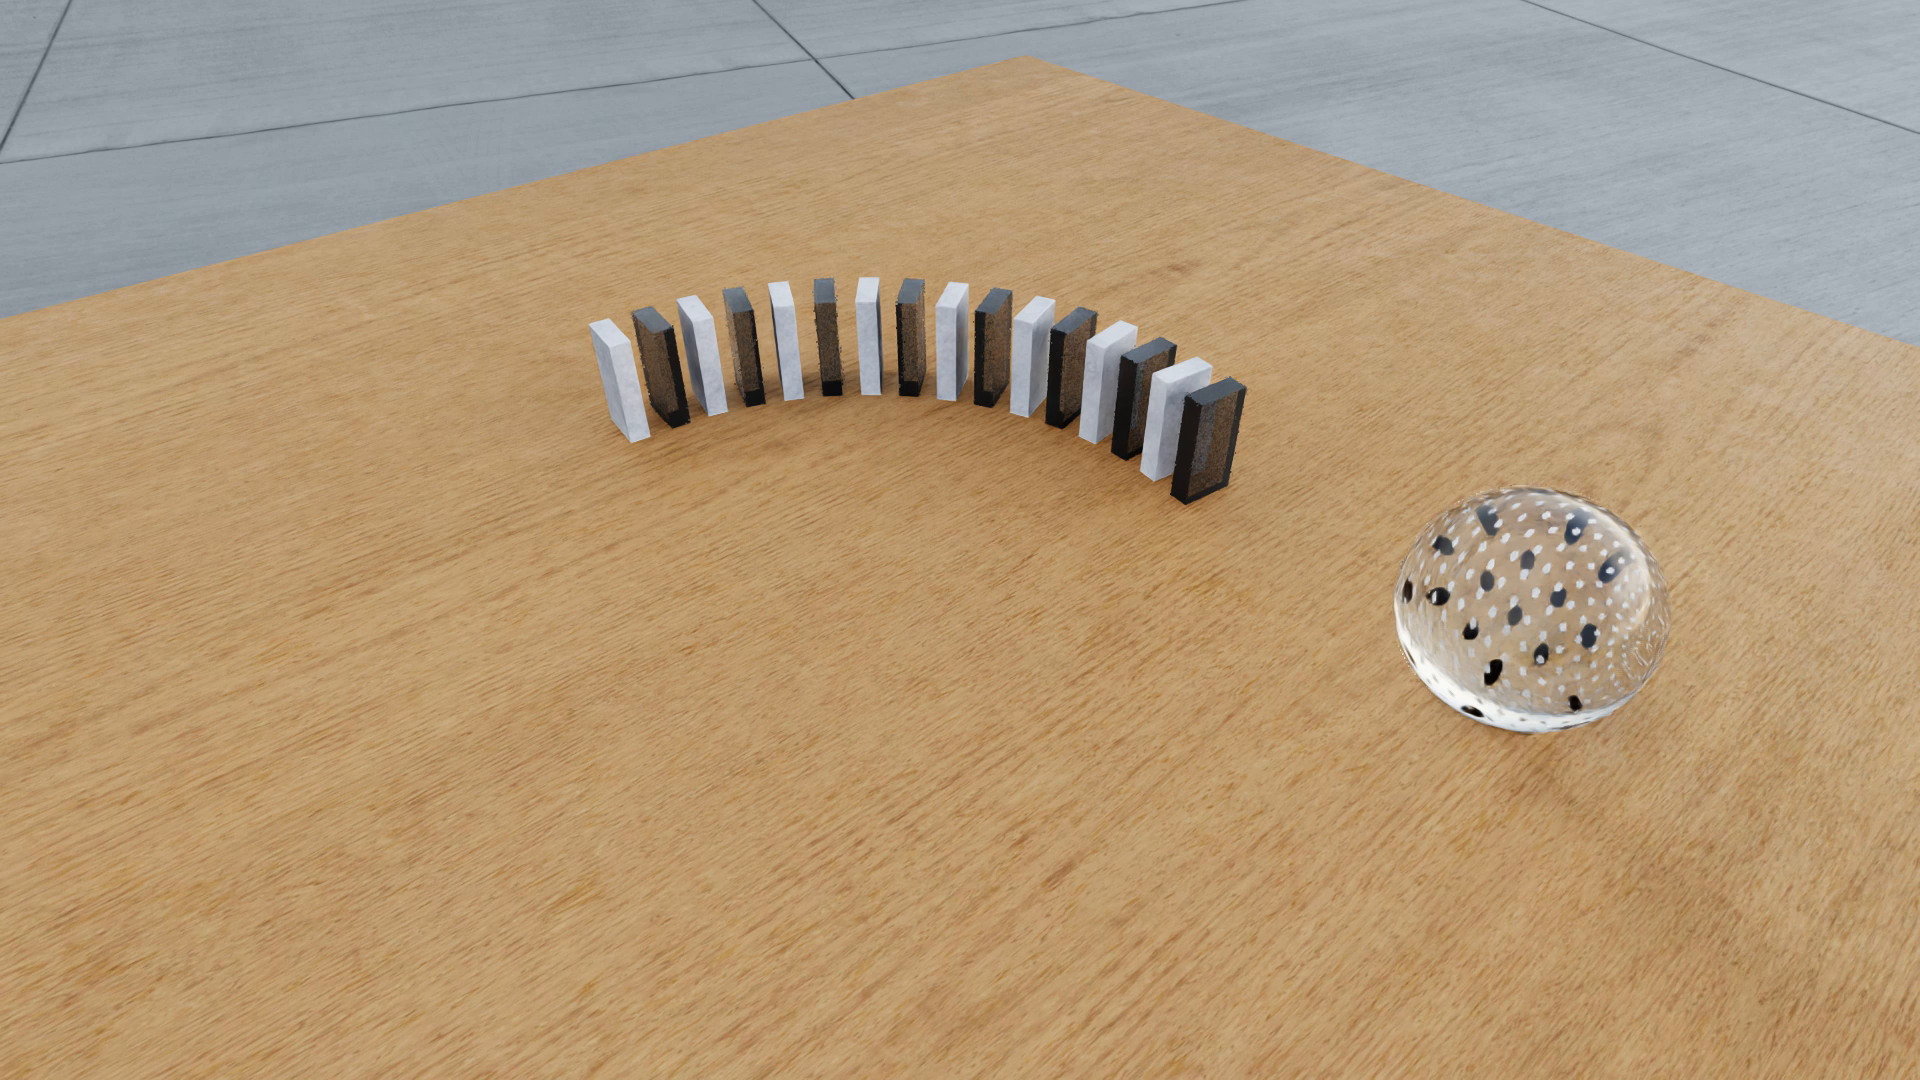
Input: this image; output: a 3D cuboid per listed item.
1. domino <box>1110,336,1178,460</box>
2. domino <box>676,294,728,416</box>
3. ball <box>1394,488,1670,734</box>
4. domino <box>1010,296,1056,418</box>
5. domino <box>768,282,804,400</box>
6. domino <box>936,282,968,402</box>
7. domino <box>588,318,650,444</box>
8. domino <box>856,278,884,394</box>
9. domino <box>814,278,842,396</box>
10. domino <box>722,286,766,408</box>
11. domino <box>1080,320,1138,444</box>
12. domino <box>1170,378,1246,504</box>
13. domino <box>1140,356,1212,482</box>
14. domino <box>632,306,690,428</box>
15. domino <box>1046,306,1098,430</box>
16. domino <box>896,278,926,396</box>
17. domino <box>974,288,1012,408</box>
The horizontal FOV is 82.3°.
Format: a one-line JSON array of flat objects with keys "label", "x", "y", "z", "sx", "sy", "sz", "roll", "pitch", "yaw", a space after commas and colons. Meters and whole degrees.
[{"label": "domino", "x": 0.081, "y": -0.062, "z": 0.487, "sx": 0.025, "sy": 0.050, "sz": 0.009, "roll": -28, "pitch": 47, "yaw": -30}, {"label": "domino", "x": -0.121, "y": -0.086, "z": 0.517, "sx": 0.009, "sy": 0.050, "sz": 0.025, "roll": -19, "pitch": 43, "yaw": -21}, {"label": "ball", "x": 0.185, "y": 0.023, "z": 0.360, "sx": 0.080, "sy": 0.080, "sz": 0.080, "roll": 0, "pitch": 39, "yaw": 0}, {"label": "domino", "x": 0.034, "y": -0.086, "z": 0.516, "sx": 0.009, "sy": 0.050, "sz": 0.025, "roll": 19, "pitch": 43, "yaw": 21}, {"label": "domino", "x": -0.083, "y": -0.095, "z": 0.528, "sx": 0.010, "sy": 0.050, "sz": 0.025, "roll": -9, "pitch": 40, "yaw": -10}, {"label": "domino", "x": -0.004, "y": -0.095, "z": 0.527, "sx": 0.009, "sy": 0.050, "sz": 0.025, "roll": 9, "pitch": 40, "yaw": 11}, {"label": "domino", "x": -0.154, "y": -0.072, "z": 0.499, "sx": 0.010, "sy": 0.050, "sz": 0.025, "roll": -24, "pitch": 45, "yaw": -26}, {"label": "domino", "x": -0.043, "y": -0.098, "z": 0.531, "sx": 0.009, "sy": 0.050, "sz": 0.025, "roll": 0, "pitch": 39, "yaw": 0}, {"label": "domino", "x": -0.064, "y": -0.097, "z": 0.530, "sx": 0.010, "sy": 0.050, "sz": 0.025, "roll": -4, "pitch": 40, "yaw": -5}, {"label": "domino", "x": -0.103, "y": -0.092, "z": 0.523, "sx": 0.009, "sy": 0.050, "sz": 0.025, "roll": -13, "pitch": 41, "yaw": -16}, {"label": "domino", "x": 0.067, "y": -0.071, "z": 0.498, "sx": 0.009, "sy": 0.050, "sz": 0.025, "roll": 30, "pitch": 48, "yaw": 31}, {"label": "domino", "x": 0.104, "y": -0.041, "z": 0.462, "sx": 0.025, "sy": 0.050, "sz": 0.009, "roll": -23, "pitch": 45, "yaw": -26}, {"label": "domino", "x": 0.093, "y": -0.052, "z": 0.475, "sx": 0.025, "sy": 0.050, "sz": 0.009, "roll": -23, "pitch": 44, "yaw": -25}, {"label": "domino", "x": -0.138, "y": -0.080, "z": 0.509, "sx": 0.009, "sy": 0.050, "sz": 0.025, "roll": -24, "pitch": 45, "yaw": -26}, {"label": "domino", "x": 0.051, "y": -0.079, "z": 0.508, "sx": 0.010, "sy": 0.050, "sz": 0.025, "roll": 24, "pitch": 45, "yaw": 26}, {"label": "domino", "x": -0.023, "y": -0.097, "z": 0.530, "sx": 0.009, "sy": 0.050, "sz": 0.025, "roll": 5, "pitch": 40, "yaw": 6}, {"label": "domino", "x": 0.016, "y": -0.091, "z": 0.523, "sx": 0.009, "sy": 0.050, "sz": 0.025, "roll": 14, "pitch": 41, "yaw": 16}]
